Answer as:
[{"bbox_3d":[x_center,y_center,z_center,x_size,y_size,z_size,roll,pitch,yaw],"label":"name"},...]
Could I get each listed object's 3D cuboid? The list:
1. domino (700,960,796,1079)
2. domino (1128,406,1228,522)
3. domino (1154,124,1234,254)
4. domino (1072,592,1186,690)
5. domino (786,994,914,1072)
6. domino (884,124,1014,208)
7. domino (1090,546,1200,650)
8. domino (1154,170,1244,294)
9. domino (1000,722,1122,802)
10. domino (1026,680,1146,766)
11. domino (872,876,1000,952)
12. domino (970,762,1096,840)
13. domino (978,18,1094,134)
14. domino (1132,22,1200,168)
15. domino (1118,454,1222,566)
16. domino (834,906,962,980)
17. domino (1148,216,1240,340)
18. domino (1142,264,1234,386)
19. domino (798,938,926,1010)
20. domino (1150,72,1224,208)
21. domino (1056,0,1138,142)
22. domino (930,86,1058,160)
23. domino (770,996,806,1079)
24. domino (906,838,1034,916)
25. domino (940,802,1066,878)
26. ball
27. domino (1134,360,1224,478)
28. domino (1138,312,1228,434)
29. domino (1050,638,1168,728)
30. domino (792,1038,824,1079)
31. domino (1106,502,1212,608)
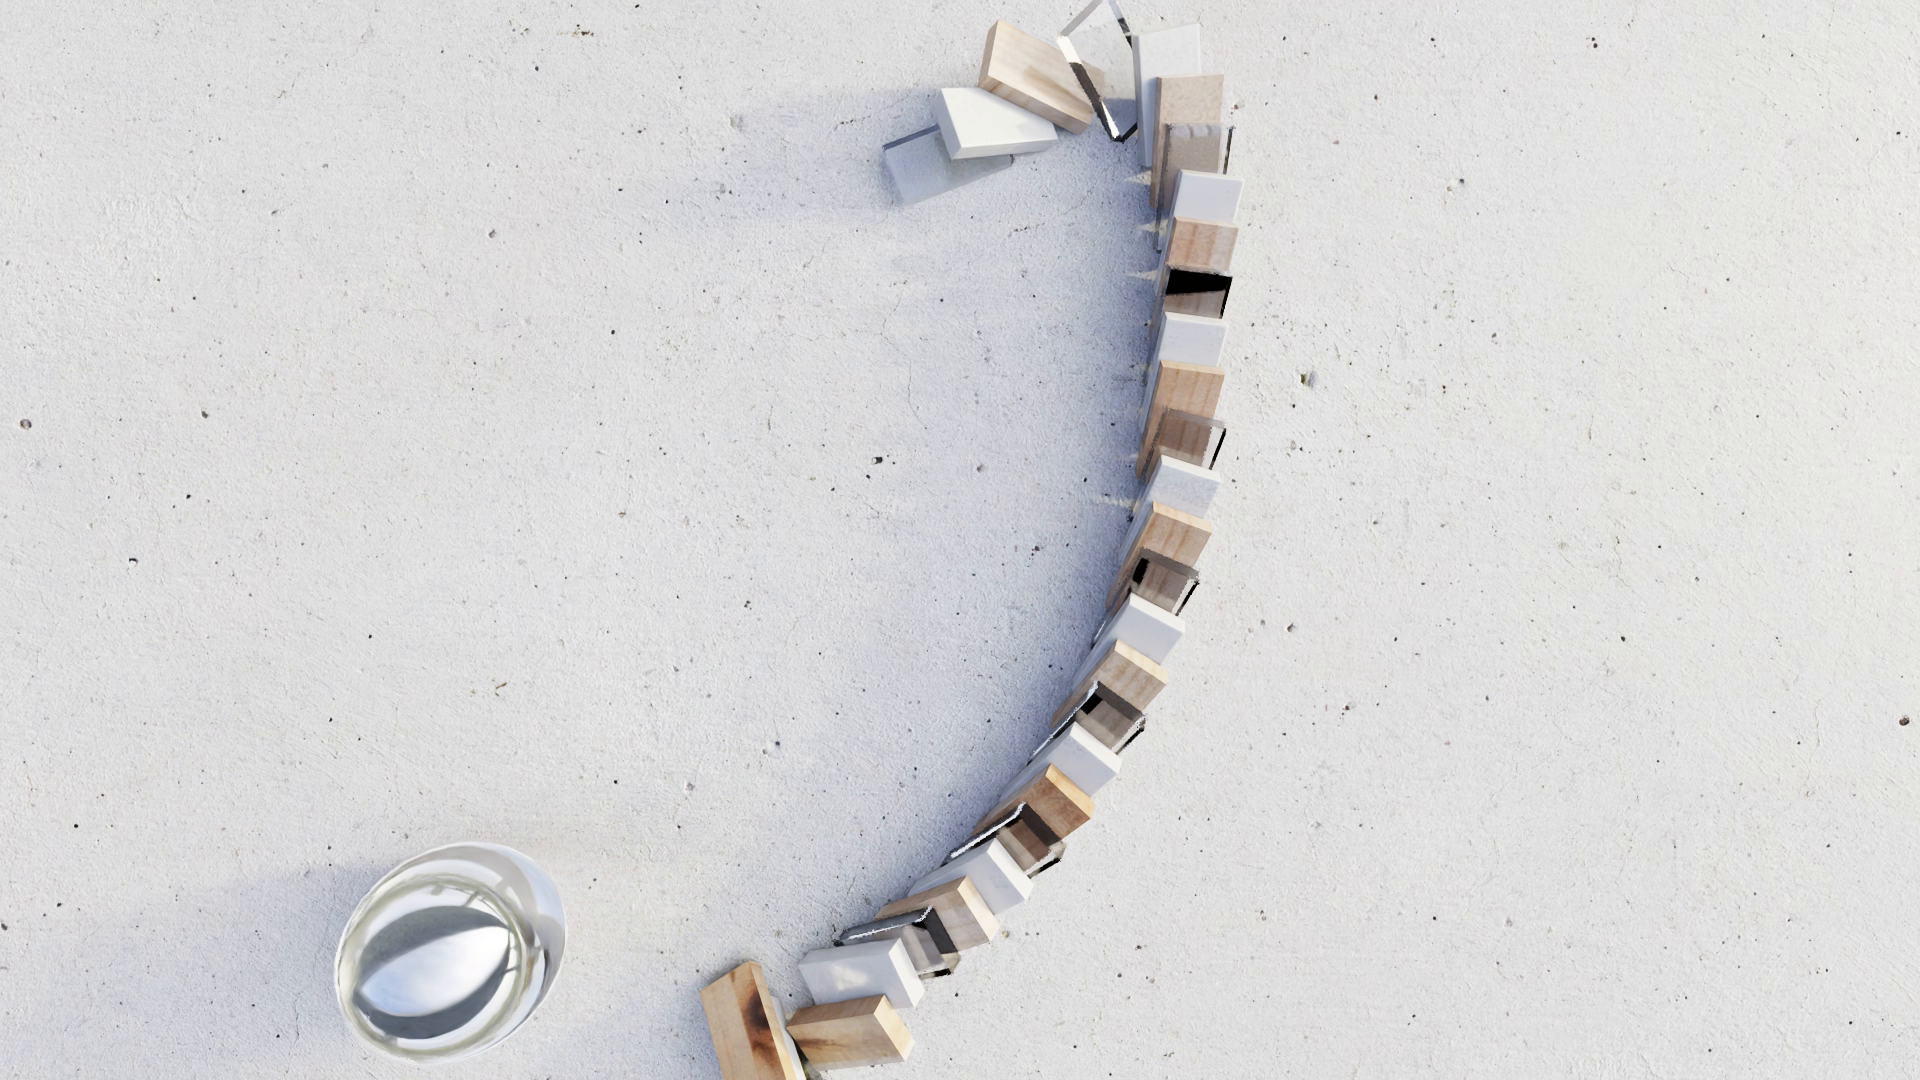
[{"bbox_3d":[-0.089,0.207,0.382,0.025,0.009,0.050,-31,56,0],"label":"domino"},{"bbox_3d":[0.090,-0.028,0.383,0.025,0.009,0.050,14,120,0],"label":"domino"},{"bbox_3d":[0.097,-0.146,0.383,0.025,0.010,0.050,0,121,0],"label":"domino"},{"bbox_3d":[0.070,0.048,0.383,0.025,0.010,0.050,28,120,0],"label":"domino"},{"bbox_3d":[-0.046,0.206,0.382,0.050,0.010,0.025,-25,101,29],"label":"domino"},{"bbox_3d":[-0.005,-0.166,0.395,0.050,0.009,0.025,-21,90,0],"label":"domino"},{"bbox_3d":[0.077,0.030,0.383,0.025,0.009,0.050,24,120,0],"label":"domino"},{"bbox_3d":[0.099,-0.126,0.383,0.025,0.009,0.050,7,121,0],"label":"domino"},{"bbox_3d":[0.042,0.101,0.383,0.025,0.010,0.050,39,120,0],"label":"domino"},{"bbox_3d":[0.052,0.084,0.383,0.025,0.009,0.050,36,120,0],"label":"domino"},{"bbox_3d":[-0.011,0.160,0.383,0.050,0.010,0.025,-32,91,30],"label":"domino"},{"bbox_3d":[0.030,0.117,0.383,0.025,0.009,0.050,43,120,0],"label":"domino"},{"bbox_3d":[0.033,-0.193,0.384,0.050,0.010,0.025,14,82,-25],"label":"domino"},{"bbox_3d":[0.087,-0.185,0.383,0.025,0.009,0.050,-13,122,-1],"label":"domino"},{"bbox_3d":[0.087,-0.008,0.383,0.025,0.010,0.050,18,120,0],"label":"domino"},{"bbox_3d":[-0.027,0.172,0.383,0.050,0.009,0.025,-27,93,29],"label":"domino"},{"bbox_3d":[0.097,-0.107,0.383,0.025,0.009,0.050,7,121,0],"label":"domino"},{"bbox_3d":[0.094,-0.088,0.383,0.025,0.009,0.050,7,120,0],"label":"domino"},{"bbox_3d":[-0.042,0.183,0.383,0.050,0.010,0.025,-22,95,29],"label":"domino"},{"bbox_3d":[0.094,-0.166,0.383,0.025,0.009,0.050,-4,121,-1],"label":"domino"},{"bbox_3d":[0.063,-0.195,0.381,0.025,0.009,0.050,-45,127,-1],"label":"domino"},{"bbox_3d":[0.015,-0.175,0.383,0.050,0.010,0.025,-19,89,-29],"label":"domino"},{"bbox_3d":[-0.080,0.221,0.382,0.025,0.010,0.050,-32,56,0],"label":"domino"},{"bbox_3d":[0.004,0.147,0.383,0.050,0.010,0.025,-39,90,30],"label":"domino"},{"bbox_3d":[0.018,0.132,0.383,0.025,0.010,0.050,47,120,0],"label":"domino"},{"bbox_3d":[-0.198,0.160,0.360,0.080,0.080,0.080,0,90,0],"label":"ball"},{"bbox_3d":[0.091,-0.048,0.384,0.025,0.010,0.050,8,119,0],"label":"domino"},{"bbox_3d":[0.093,-0.068,0.384,0.025,0.010,0.050,8,119,0],"label":"domino"},{"bbox_3d":[0.062,0.067,0.383,0.025,0.010,0.050,33,120,0],"label":"domino"},{"bbox_3d":[-0.071,0.240,0.395,0.025,0.010,0.050,-31,90,0],"label":"domino"},{"bbox_3d":[0.082,0.011,0.383,0.025,0.010,0.050,21,120,0],"label":"domino"}]
